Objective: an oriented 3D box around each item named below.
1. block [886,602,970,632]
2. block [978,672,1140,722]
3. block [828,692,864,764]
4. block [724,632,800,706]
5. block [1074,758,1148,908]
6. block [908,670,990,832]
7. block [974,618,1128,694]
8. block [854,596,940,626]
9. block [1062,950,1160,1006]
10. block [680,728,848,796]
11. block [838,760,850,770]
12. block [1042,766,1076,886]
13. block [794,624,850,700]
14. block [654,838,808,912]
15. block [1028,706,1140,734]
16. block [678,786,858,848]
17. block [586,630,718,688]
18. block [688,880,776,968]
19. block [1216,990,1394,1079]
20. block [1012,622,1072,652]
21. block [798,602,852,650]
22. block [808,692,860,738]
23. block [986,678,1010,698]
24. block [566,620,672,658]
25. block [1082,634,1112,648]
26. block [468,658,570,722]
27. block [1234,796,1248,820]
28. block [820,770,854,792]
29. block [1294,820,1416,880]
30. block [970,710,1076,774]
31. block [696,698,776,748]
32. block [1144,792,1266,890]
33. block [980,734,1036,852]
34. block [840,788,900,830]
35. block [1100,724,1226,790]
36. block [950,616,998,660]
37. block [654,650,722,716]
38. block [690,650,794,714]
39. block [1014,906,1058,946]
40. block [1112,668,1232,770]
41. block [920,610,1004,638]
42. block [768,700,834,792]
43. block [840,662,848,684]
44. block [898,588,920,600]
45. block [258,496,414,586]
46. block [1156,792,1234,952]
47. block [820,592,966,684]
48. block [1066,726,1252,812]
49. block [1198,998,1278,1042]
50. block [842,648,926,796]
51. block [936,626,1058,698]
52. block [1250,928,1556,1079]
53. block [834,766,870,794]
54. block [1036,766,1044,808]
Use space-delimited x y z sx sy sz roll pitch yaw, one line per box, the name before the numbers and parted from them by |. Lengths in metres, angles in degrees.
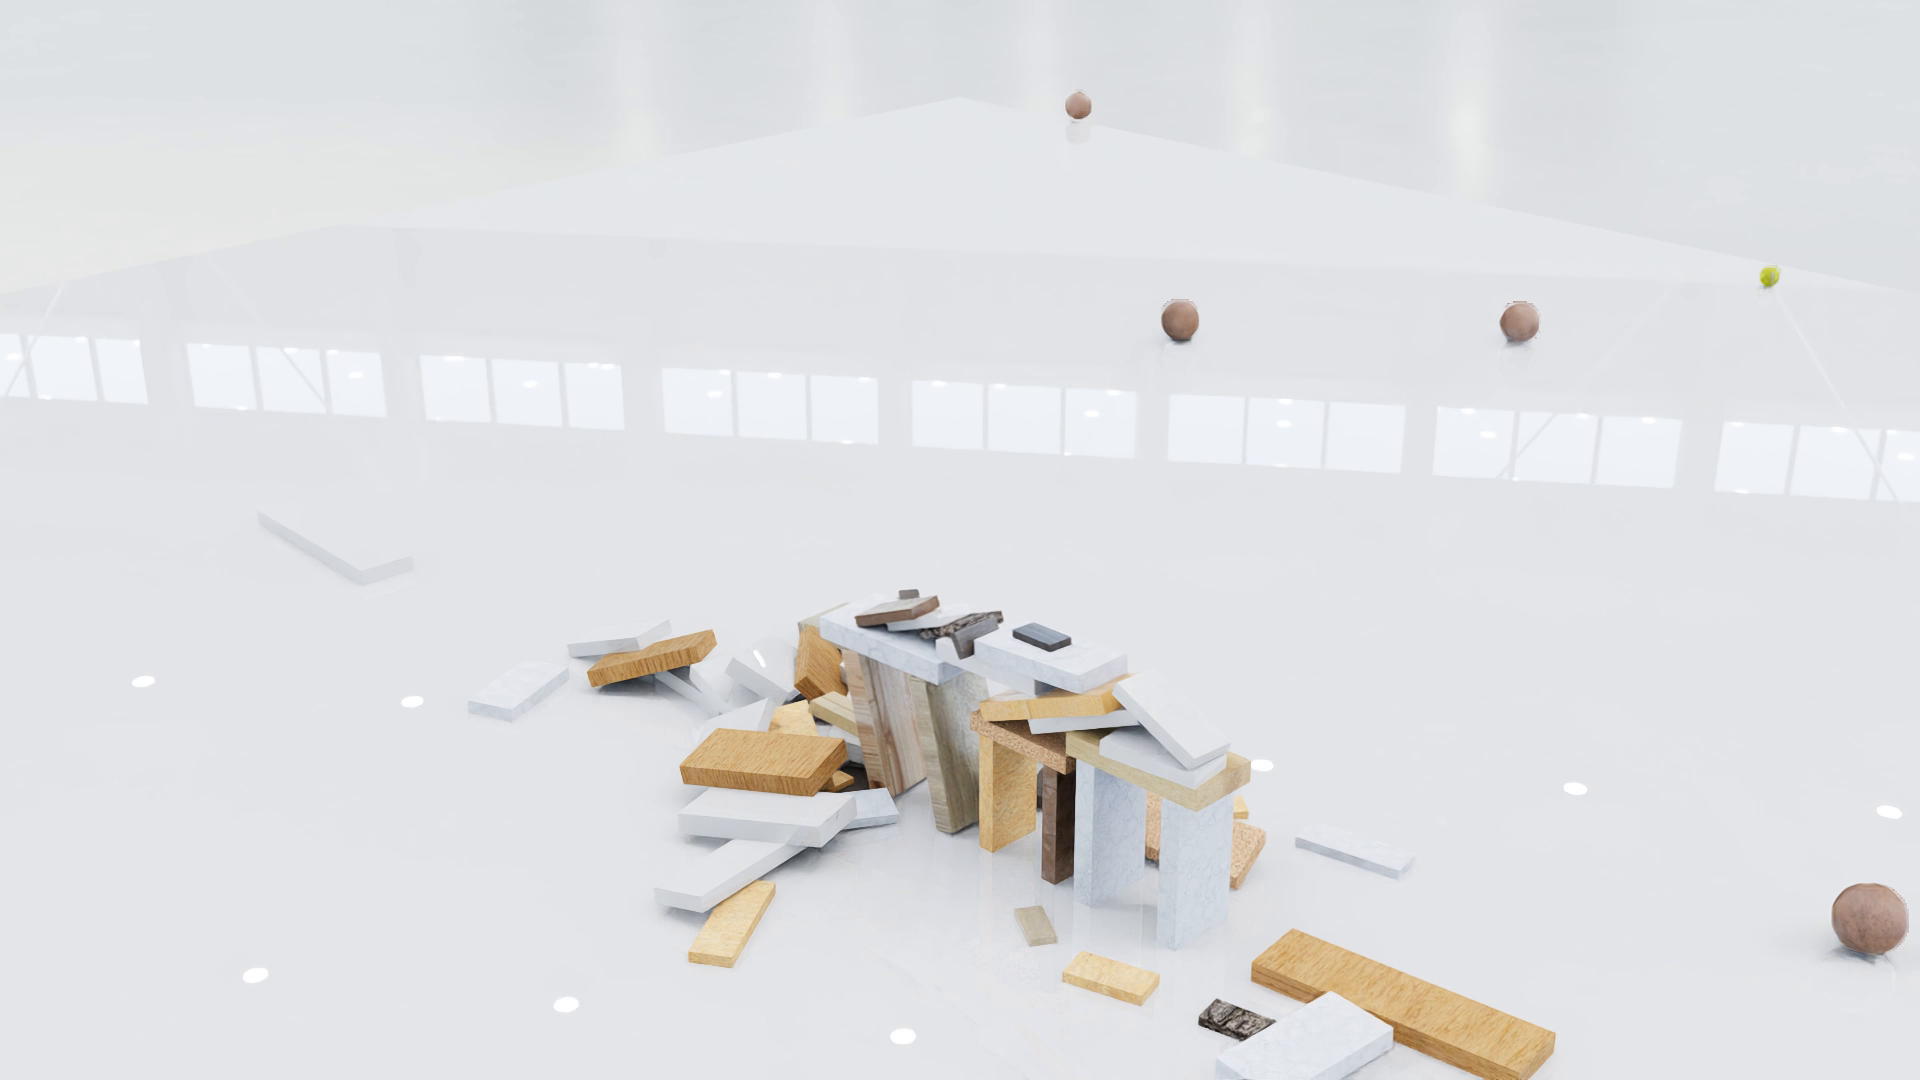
block | -0.064 0.152 4.348 0.081 0.023 0.161 -21 9 -40
block | 0.197 0.294 4.112 0.134 0.038 0.351 -21 7 -38
block | -0.199 0.404 4.684 0.132 0.037 0.264 17 18 2
block | -0.408 0.286 4.866 0.145 0.041 0.290 32 13 6
block | 0.284 0.523 4.135 0.043 0.307 0.153 21 31 41
block | -0.001 0.403 4.396 0.162 0.323 0.046 -22 17 -41
block | 0.169 0.216 4.118 0.134 0.038 0.267 -21 27 -40
block | -0.125 0.141 4.374 0.161 0.023 0.081 -9 11 43
block | 0.268 0.777 3.901 0.154 0.022 0.077 12 26 27
block | -0.398 0.449 4.455 0.305 0.043 0.153 2 27 27
block | -0.313 0.477 4.577 0.152 0.022 0.076 -29 33 -34
block | 0.213 0.523 4.208 0.035 0.250 0.125 21 31 41
block | -0.305 0.298 4.899 0.037 0.132 0.264 -39 18 14
block | -0.423 0.618 4.213 0.114 0.032 0.359 5 18 34
block | 0.256 0.318 4.047 0.268 0.029 0.102 -10 9 46
block | -0.379 0.540 4.331 0.318 0.043 0.153 2 18 26
block | -0.694 0.266 4.961 0.266 0.038 0.133 -14 12 14
block | -0.420 0.706 4.067 0.082 0.023 0.257 5 24 12
block | 0.577 0.857 3.676 0.280 0.040 0.140 -20 30 -34
block | 0.154 0.183 4.135 0.054 0.015 0.107 -18 25 -36
block | -0.225 0.209 5.132 0.153 0.043 0.305 -22 21 -37
block | -0.218 0.378 4.642 0.187 0.027 0.094 24 20 23
block | 0.051 0.367 4.840 0.156 0.044 0.486 -9 25 -21
block | -0.788 0.228 5.091 0.229 0.032 0.114 -7 15 37
block | 0.323 0.256 5.134 0.064 0.018 0.128 -1 23 -1
block | -0.987 0.335 4.929 0.114 0.032 0.229 10 25 21
block | 0.515 0.544 4.455 0.128 0.018 0.064 -2 23 -4
block | -0.266 0.501 4.509 0.045 0.013 0.091 21 31 40
block | 0.773 0.606 4.304 0.222 0.022 0.077 15 27 32
block | 0.152 0.368 4.207 0.125 0.035 0.250 -21 31 -40
block | -0.474 0.399 4.626 0.187 0.027 0.094 -22 35 35
block | 0.409 0.569 4.294 0.351 0.037 0.130 17 48 27
block | 0.095 0.477 4.317 0.035 0.250 0.125 21 31 41
block | -0.213 0.541 4.415 0.165 0.023 0.082 -4 35 -22
block | 0.362 0.382 3.926 0.203 0.029 0.102 17 29 35
block | 0.033 0.187 4.193 0.107 0.054 0.015 -21 0 -40
block | -0.561 0.320 4.959 0.133 0.038 0.266 -18 29 -36
block | -0.467 0.345 4.821 0.133 0.038 0.266 -16 41 -34
block | 0.139 0.713 4.062 0.054 0.015 0.107 -6 24 -13
block | 0.375 0.316 3.905 0.102 0.029 0.203 -18 51 -41
block | 0.003 0.165 4.291 0.081 0.023 0.161 -20 8 -39
block | -0.360 0.439 4.567 0.145 0.041 0.290 -15 28 -7
block | -0.101 0.252 4.932 0.312 0.044 0.156 -29 33 -35
block | -0.089 0.267 4.721 0.044 0.156 0.312 -4 40 -11
block | -1.627 -0.002 5.713 0.145 0.041 0.551 -20 30 -39
block | 0.429 0.580 4.001 0.153 0.307 0.043 -21 31 -40
block | -0.109 0.195 4.411 0.323 0.046 0.162 19 30 38
block | 0.358 0.394 3.991 0.307 0.043 0.153 21 31 40
block | 0.481 0.831 3.778 0.128 0.018 0.064 15 27 31
block | -0.143 0.351 4.518 0.046 0.323 0.162 2 19 41
block | 0.094 0.225 4.216 0.134 0.038 0.267 -20 27 -39
block | 0.760 0.807 3.808 0.512 0.040 0.140 17 29 35
block | -0.233 0.513 4.525 0.076 0.022 0.152 8 24 18
block | 0.275 0.515 4.455 0.259 0.037 0.130 14 43 30
